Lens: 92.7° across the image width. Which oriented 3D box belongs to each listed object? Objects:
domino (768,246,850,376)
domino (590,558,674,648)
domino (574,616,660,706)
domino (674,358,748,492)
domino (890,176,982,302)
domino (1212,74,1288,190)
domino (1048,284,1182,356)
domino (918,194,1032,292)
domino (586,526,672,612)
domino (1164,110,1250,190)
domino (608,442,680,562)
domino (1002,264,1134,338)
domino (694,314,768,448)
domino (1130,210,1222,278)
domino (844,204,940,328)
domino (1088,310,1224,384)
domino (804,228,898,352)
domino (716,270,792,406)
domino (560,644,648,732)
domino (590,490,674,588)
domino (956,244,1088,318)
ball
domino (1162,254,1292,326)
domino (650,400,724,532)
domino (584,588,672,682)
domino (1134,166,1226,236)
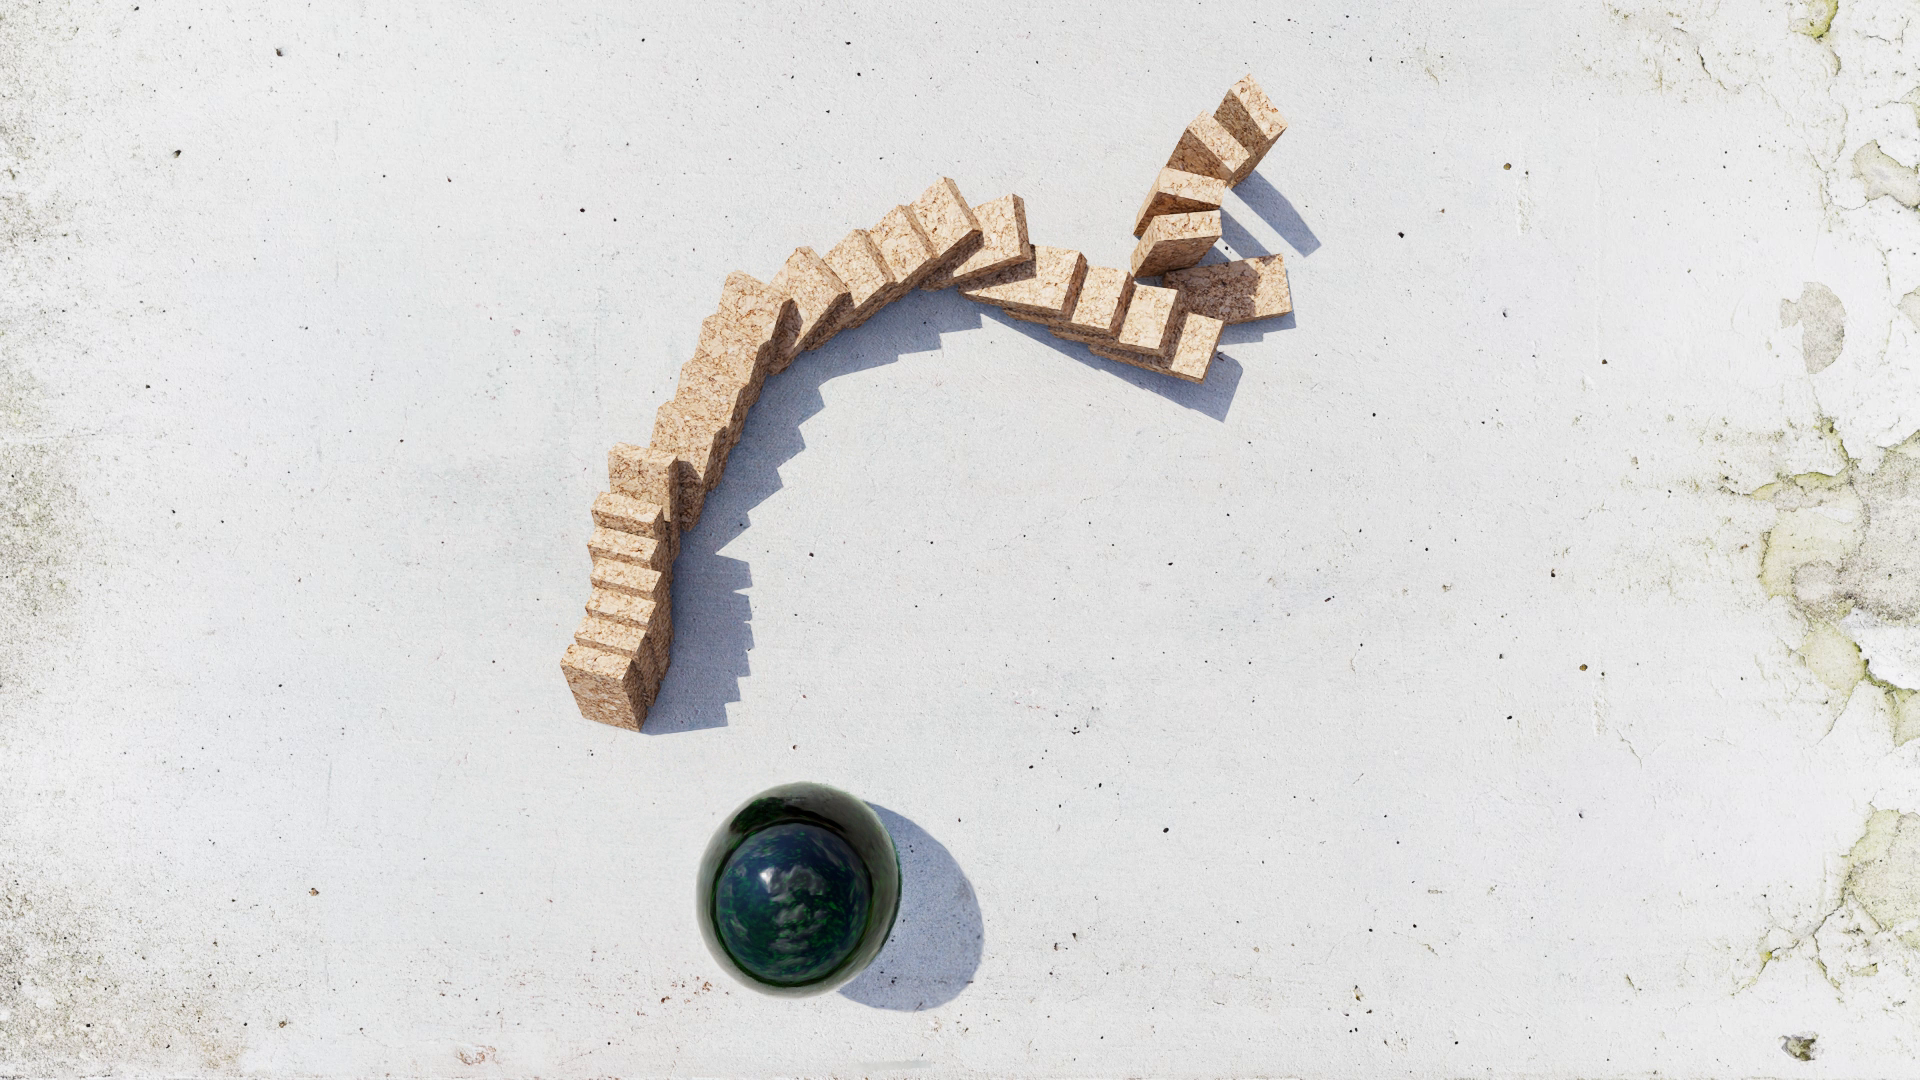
[{"bbox_3d":[-0.071,-0.095,0.383,0.025,0.009,0.050,49,121,0],"label":"domino"},{"bbox_3d":[-0.134,0.028,0.377,0.025,0.050,0.010,14,53,0],"label":"domino"},{"bbox_3d":[-0.140,0.051,0.377,0.025,0.050,0.009,14,53,0],"label":"domino"},{"bbox_3d":[-0.108,-0.048,0.383,0.025,0.009,0.050,25,120,1],"label":"domino"},{"bbox_3d":[-0.017,-0.125,0.382,0.050,0.010,0.025,-31,86,31],"label":"domino"},{"bbox_3d":[0.114,-0.166,0.375,0.009,0.050,0.025,-37,90,0],"label":"domino"},{"bbox_3d":[0.064,-0.094,0.383,0.050,0.009,0.025,18,89,29],"label":"domino"},{"bbox_3d":[0.004,-0.123,0.382,0.050,0.010,0.025,-8,89,33],"label":"domino"},{"bbox_3d":[-0.135,0.016,0.377,0.025,0.050,0.009,14,53,0],"label":"domino"},{"bbox_3d":[0.099,-0.153,0.375,0.025,0.050,0.009,45,90,0],"label":"domino"},{"bbox_3d":[-0.131,-0.015,0.381,0.025,0.010,0.050,12,126,2],"label":"domino"},{"bbox_3d":[0.045,-0.102,0.384,0.050,0.010,0.025,18,89,29],"label":"domino"},{"bbox_3d":[-0.100,-0.066,0.383,0.025,0.009,0.050,26,120,1],"label":"domino"},{"bbox_3d":[0.087,-0.120,0.375,0.025,0.050,0.010,-5,90,0],"label":"domino"},{"bbox_3d":[-0.035,-0.113,0.383,0.050,0.009,0.025,-32,88,31],"label":"domino"},{"bbox_3d":[0.083,-0.085,0.387,0.050,0.010,0.025,20,90,20],"label":"domino"},{"bbox_3d":[-0.052,-0.104,0.383,0.050,0.009,0.025,-32,90,31],"label":"domino"},{"bbox_3d":[-0.091,-0.084,0.383,0.025,0.009,0.050,28,120,2],"label":"domino"},{"bbox_3d":[-0.145,0.062,0.377,0.025,0.050,0.010,14,53,0],"label":"domino"},{"bbox_3d":[-0.134,0.003,0.378,0.025,0.050,0.009,14,51,0],"label":"domino"},{"bbox_3d":[0.026,-0.110,0.384,0.050,0.010,0.025,18,90,28],"label":"domino"},{"bbox_3d":[-0.063,0.136,0.360,0.080,0.080,0.080,0,90,0],"label":"ball"},{"bbox_3d":[0.115,-0.106,0.395,0.050,0.009,0.025,-9,90,0],"label":"domino"},{"bbox_3d":[-0.118,-0.030,0.384,0.025,0.009,0.050,24,120,0],"label":"domino"},{"bbox_3d":[-0.136,0.040,0.377,0.025,0.050,0.010,14,53,0],"label":"domino"},{"bbox_3d":[0.089,-0.135,0.375,0.025,0.050,0.010,13,90,0],"label":"domino"}]
